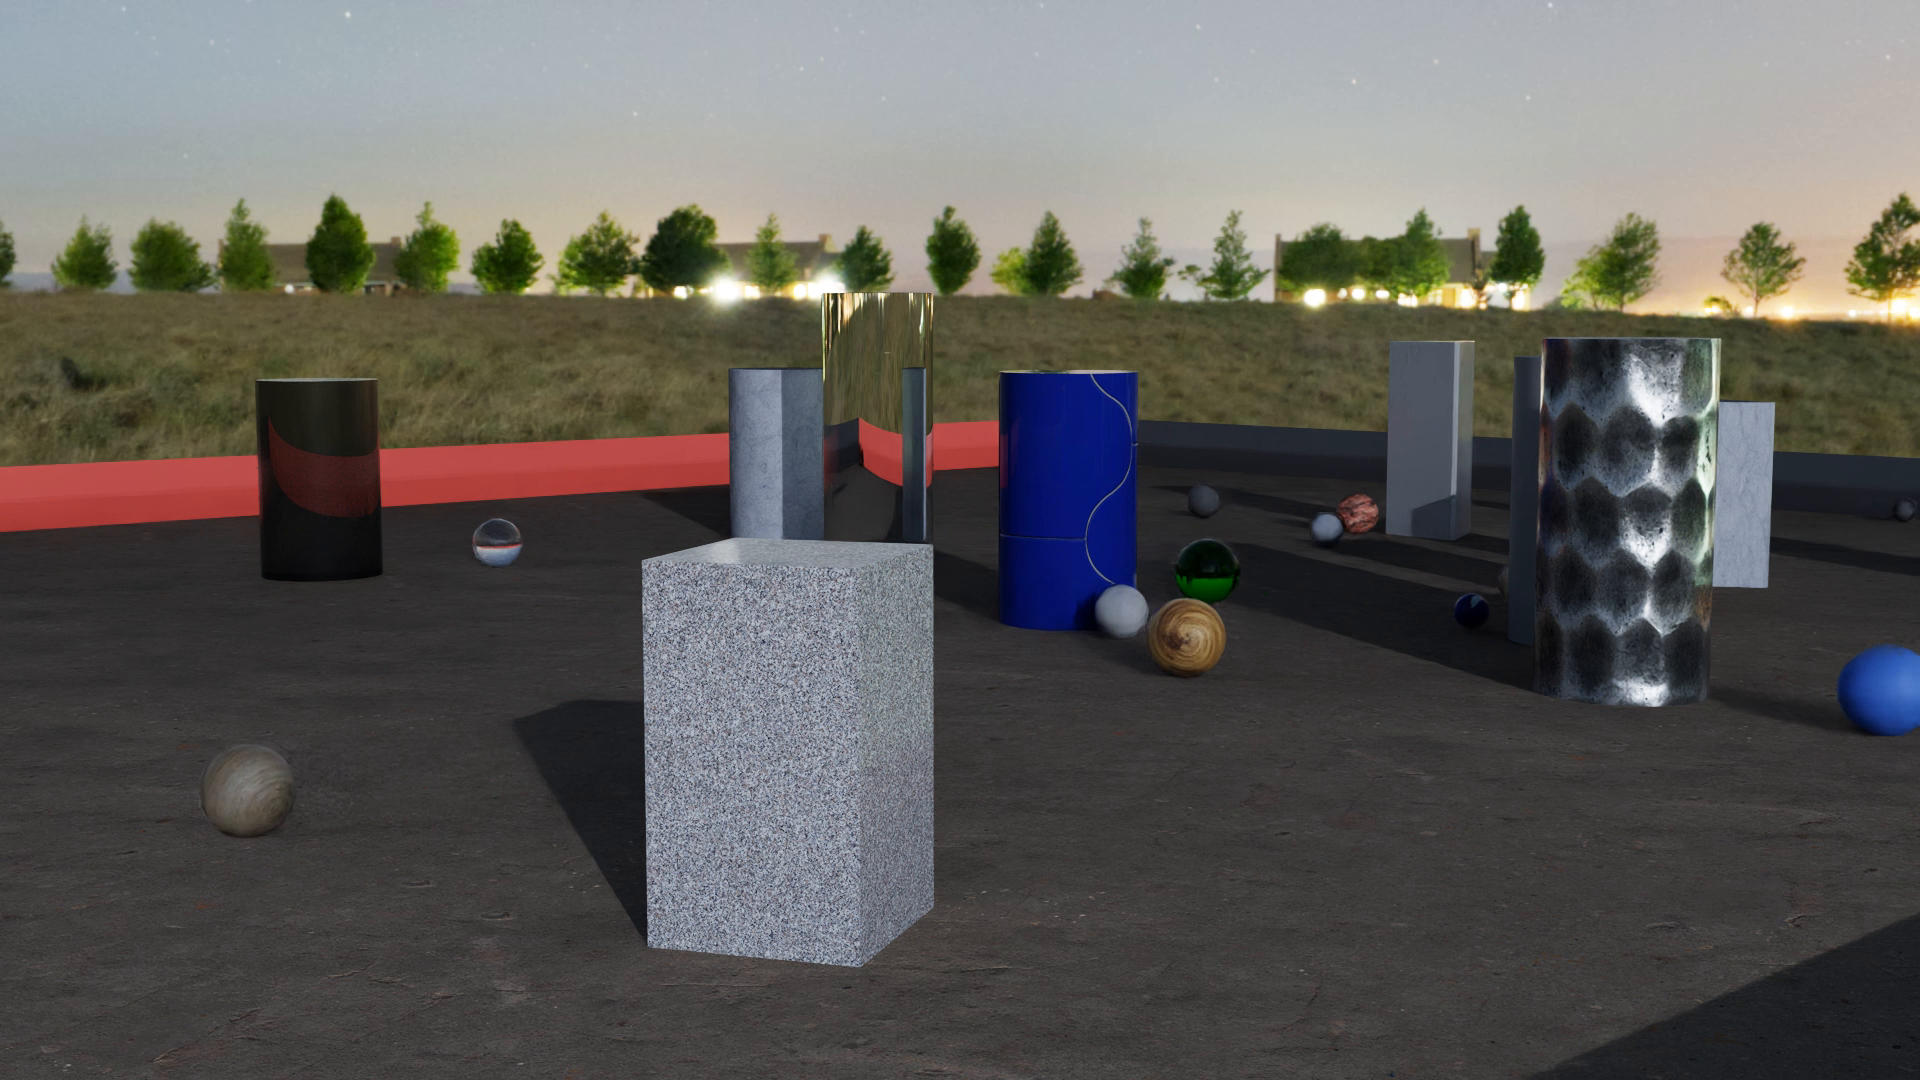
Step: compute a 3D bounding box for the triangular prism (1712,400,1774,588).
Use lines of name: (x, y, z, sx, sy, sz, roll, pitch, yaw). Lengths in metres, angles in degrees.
triangular prism: (1.236, -0.081, 3.626, 0.172, 0.298, 0.149, 1, 6, 13)

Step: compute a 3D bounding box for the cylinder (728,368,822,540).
cylinder: (-0.352, -0.169, 4.308, 0.199, 0.332, 0.199, 0, 6, 0)

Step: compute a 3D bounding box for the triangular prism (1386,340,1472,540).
triangular prism: (0.965, -0.202, 4.367, 0.149, 0.385, 0.172, -5, 7, -37)

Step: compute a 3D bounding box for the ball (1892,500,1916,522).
ball: (1.999, -0.062, 4.657, 0.046, 0.046, 0.046, 0, 6, 0)

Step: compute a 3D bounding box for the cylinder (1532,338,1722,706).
cylinder: (0.774, -0.028, 2.560, 0.199, 0.413, 0.199, 0, 6, 0)

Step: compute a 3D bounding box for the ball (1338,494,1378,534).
ball: (0.796, -0.053, 4.399, 0.082, 0.082, 0.082, 0, 6, 0)

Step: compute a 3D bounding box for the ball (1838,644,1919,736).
ball: (0.973, 0.158, 2.309, 0.096, 0.096, 0.096, 0, 6, 0)

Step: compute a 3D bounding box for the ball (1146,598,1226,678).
ball: (0.275, 0.119, 2.681, 0.097, 0.097, 0.097, 0, 6, 0)

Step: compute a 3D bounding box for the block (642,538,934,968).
block: (-0.119, 0.145, 1.581, 0.159, 0.273, 0.159, 2, 6, 18)

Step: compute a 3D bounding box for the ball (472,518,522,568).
ball: (-0.804, 0.006, 3.818, 0.086, 0.086, 0.086, 0, 6, 0)

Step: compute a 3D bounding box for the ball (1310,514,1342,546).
ball: (0.695, -0.019, 4.175, 0.061, 0.061, 0.061, 0, 6, 0)

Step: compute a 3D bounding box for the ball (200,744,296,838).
ball: (-0.604, 0.213, 1.866, 0.079, 0.079, 0.079, 0, 6, 0)

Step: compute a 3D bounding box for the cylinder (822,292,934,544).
cylinder: (-0.147, -0.201, 3.922, 0.199, 0.476, 0.199, 0, 6, 0)

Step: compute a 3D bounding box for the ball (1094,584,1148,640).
ball: (0.219, 0.098, 2.991, 0.074, 0.074, 0.074, 0, 6, 0)

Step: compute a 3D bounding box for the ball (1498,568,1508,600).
ball: (0.854, 0.067, 3.379, 0.054, 0.054, 0.054, 0, 6, 0)

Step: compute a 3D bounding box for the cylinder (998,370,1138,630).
cylinder: (0.155, -0.062, 3.151, 0.199, 0.358, 0.199, 0, 6, 0)

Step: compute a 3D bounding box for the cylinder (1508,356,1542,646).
cylinder: (0.846, -0.055, 2.969, 0.199, 0.383, 0.199, 0, 6, 0)

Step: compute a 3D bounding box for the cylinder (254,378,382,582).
cylinder: (-1.079, -0.105, 3.707, 0.199, 0.330, 0.199, 0, 6, 0)

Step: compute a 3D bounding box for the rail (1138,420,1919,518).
rail: (1.780, -0.137, 4.966, 0.045, 0.129, 4.262, -5, 8, -42)

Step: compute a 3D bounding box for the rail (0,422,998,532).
rail: (-1.429, -0.127, 4.872, 4.892, 0.129, 0.045, -5, 8, -42)

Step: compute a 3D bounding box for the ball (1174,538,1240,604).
ball: (0.376, 0.048, 3.349, 0.099, 0.099, 0.099, 0, 6, 0)

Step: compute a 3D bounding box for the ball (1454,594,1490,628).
ball: (0.719, 0.100, 3.088, 0.049, 0.049, 0.049, 0, 6, 0)

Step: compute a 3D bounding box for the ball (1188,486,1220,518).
ball: (0.527, -0.083, 4.756, 0.068, 0.068, 0.068, 0, 6, 0)
